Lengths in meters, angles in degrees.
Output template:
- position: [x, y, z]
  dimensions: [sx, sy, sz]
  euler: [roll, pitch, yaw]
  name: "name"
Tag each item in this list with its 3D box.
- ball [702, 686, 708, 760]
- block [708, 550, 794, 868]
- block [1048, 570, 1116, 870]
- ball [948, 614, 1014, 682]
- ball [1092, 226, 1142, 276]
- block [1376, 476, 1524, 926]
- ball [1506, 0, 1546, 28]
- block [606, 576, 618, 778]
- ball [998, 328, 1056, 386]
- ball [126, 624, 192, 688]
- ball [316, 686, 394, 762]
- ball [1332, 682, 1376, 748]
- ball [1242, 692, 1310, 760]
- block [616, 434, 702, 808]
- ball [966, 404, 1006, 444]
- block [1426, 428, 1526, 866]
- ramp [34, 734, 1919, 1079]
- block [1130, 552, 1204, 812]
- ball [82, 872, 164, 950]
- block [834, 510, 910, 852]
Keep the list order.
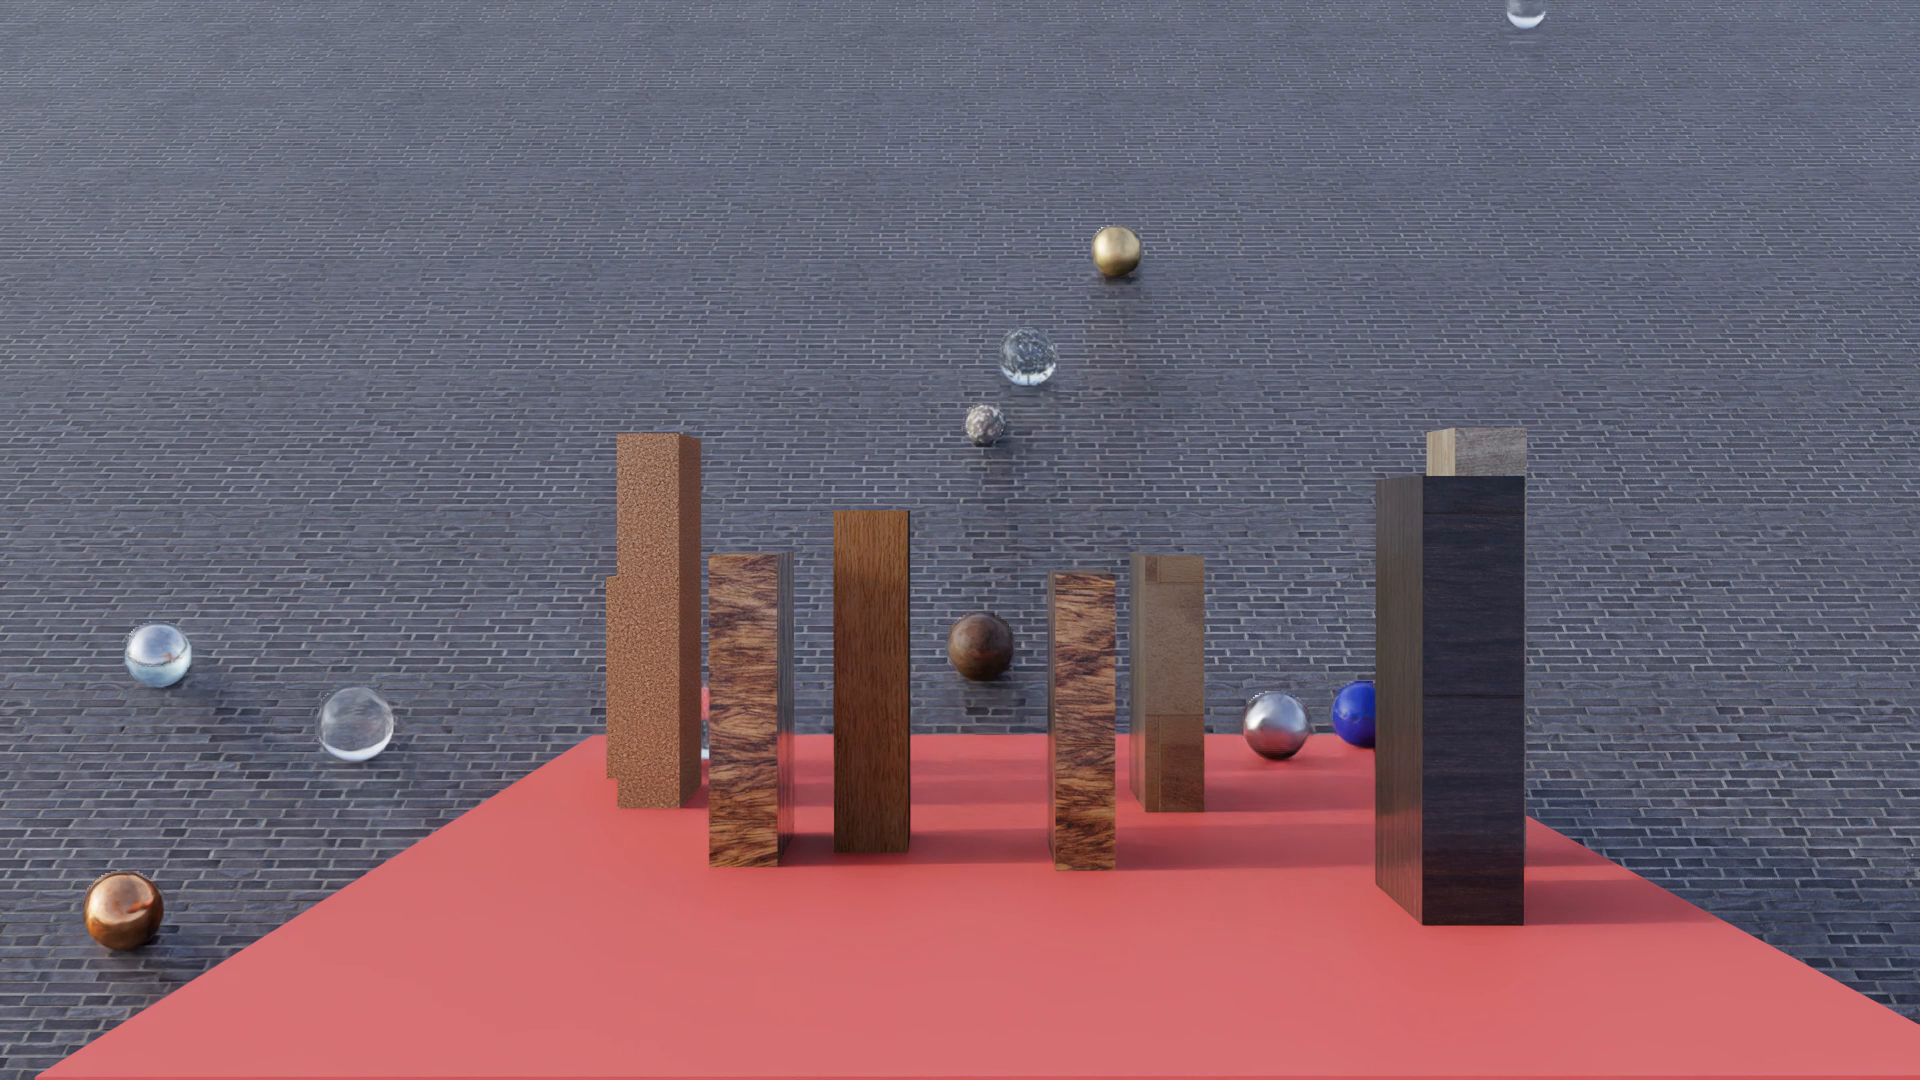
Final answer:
- position: [-0.571, 0.420, 5.936]
  dimensions: [0.171, 0.171, 0.171]
  euler: [0, 28, 0]
  name: "ball"
- position: [-0.348, 0.272, 4.363]
  dimensions: [0.110, 0.502, 0.430]
  euler: [0, 1, 0]
  name: "block"
- position: [0.199, 0.288, 4.283]
  dimensions: [0.095, 0.471, 0.364]
  euler: [0, 1, 0]
  name: "block"
- position: [0.057, 0.291, 6.993]
  dimensions: [0.181, 0.181, 0.181]
  euler: [0, 28, 0]
  name: "ball"
- position: [0.577, -1.063, 9.519]
  dimensions: [0.182, 0.182, 0.182]
  euler: [0, 28, 0]
  name: "ball"
- position: [0.706, 0.219, 3.754]
  dimensions: [0.140, 0.619, 0.399]
  euler: [0, 1, 0]
  name: "block"
- position: [2.678, -2.510, 12.224]
  dimensions: [0.181, 0.181, 0.181]
  euler: [0, 28, 0]
  name: "ball"
- position: [-0.703, 0.293, 5.674]
  dimensions: [0.104, 0.431, 0.312]
  euler: [0, 1, 0]
  name: "block"
- position: [0.227, -0.613, 8.668]
  dimensions: [0.193, 0.193, 0.193]
  euler: [0, 28, 0]
  name: "ball"
- position: [-2.160, 0.311, 6.966]
  dimensions: [0.172, 0.172, 0.172]
  euler: [0, 28, 0]
  name: "ball"
- position: [-1.554, 0.474, 6.639]
  dimensions: [0.194, 0.194, 0.194]
  euler: [0, 28, 0]
  name: "ball"
- position: [0.976, 0.423, 6.238]
  dimensions: [0.157, 0.157, 0.157]
  euler: [0, 28, 0]
  name: "ball"
- position: [0.727, 0.428, 5.945]
  dimensions: [0.153, 0.153, 0.153]
  euler: [0, 28, 0]
  name: "ball"
- position: [-0.599, 0.154, 5.177]
  dimensions: [0.119, 0.721, 0.427]
  euler: [0, 1, 0]
  name: "block"
- position: [0.082, -0.369, 8.281]
  dimensions: [0.128, 0.128, 0.128]
  euler: [0, 28, 0]
  name: "ball"
- position: [0.851, 0.171, 4.268]
  dimensions: [0.115, 0.705, 0.251]
  euler: [0, 1, 0]
  name: "block"
- position: [0.063, 0.570, 4.611]
  dimensions: [2.000, 0.100, 4.000]
  euler: [0, 1, 0]
  name: "ramp"
- position: [0.407, 0.271, 5.119]
  dimensions: [0.112, 0.486, 0.445]
  euler: [0, 1, 0]
  name: "block"
- position: [-1.925, 0.854, 5.946]
  dimensions: [0.177, 0.177, 0.177]
  euler: [0, 28, 0]
  name: "ball"
- position: [-0.149, 0.236, 4.446]
  dimensions: [0.124, 0.573, 0.254]
  euler: [0, 1, 0]
  name: "block"
